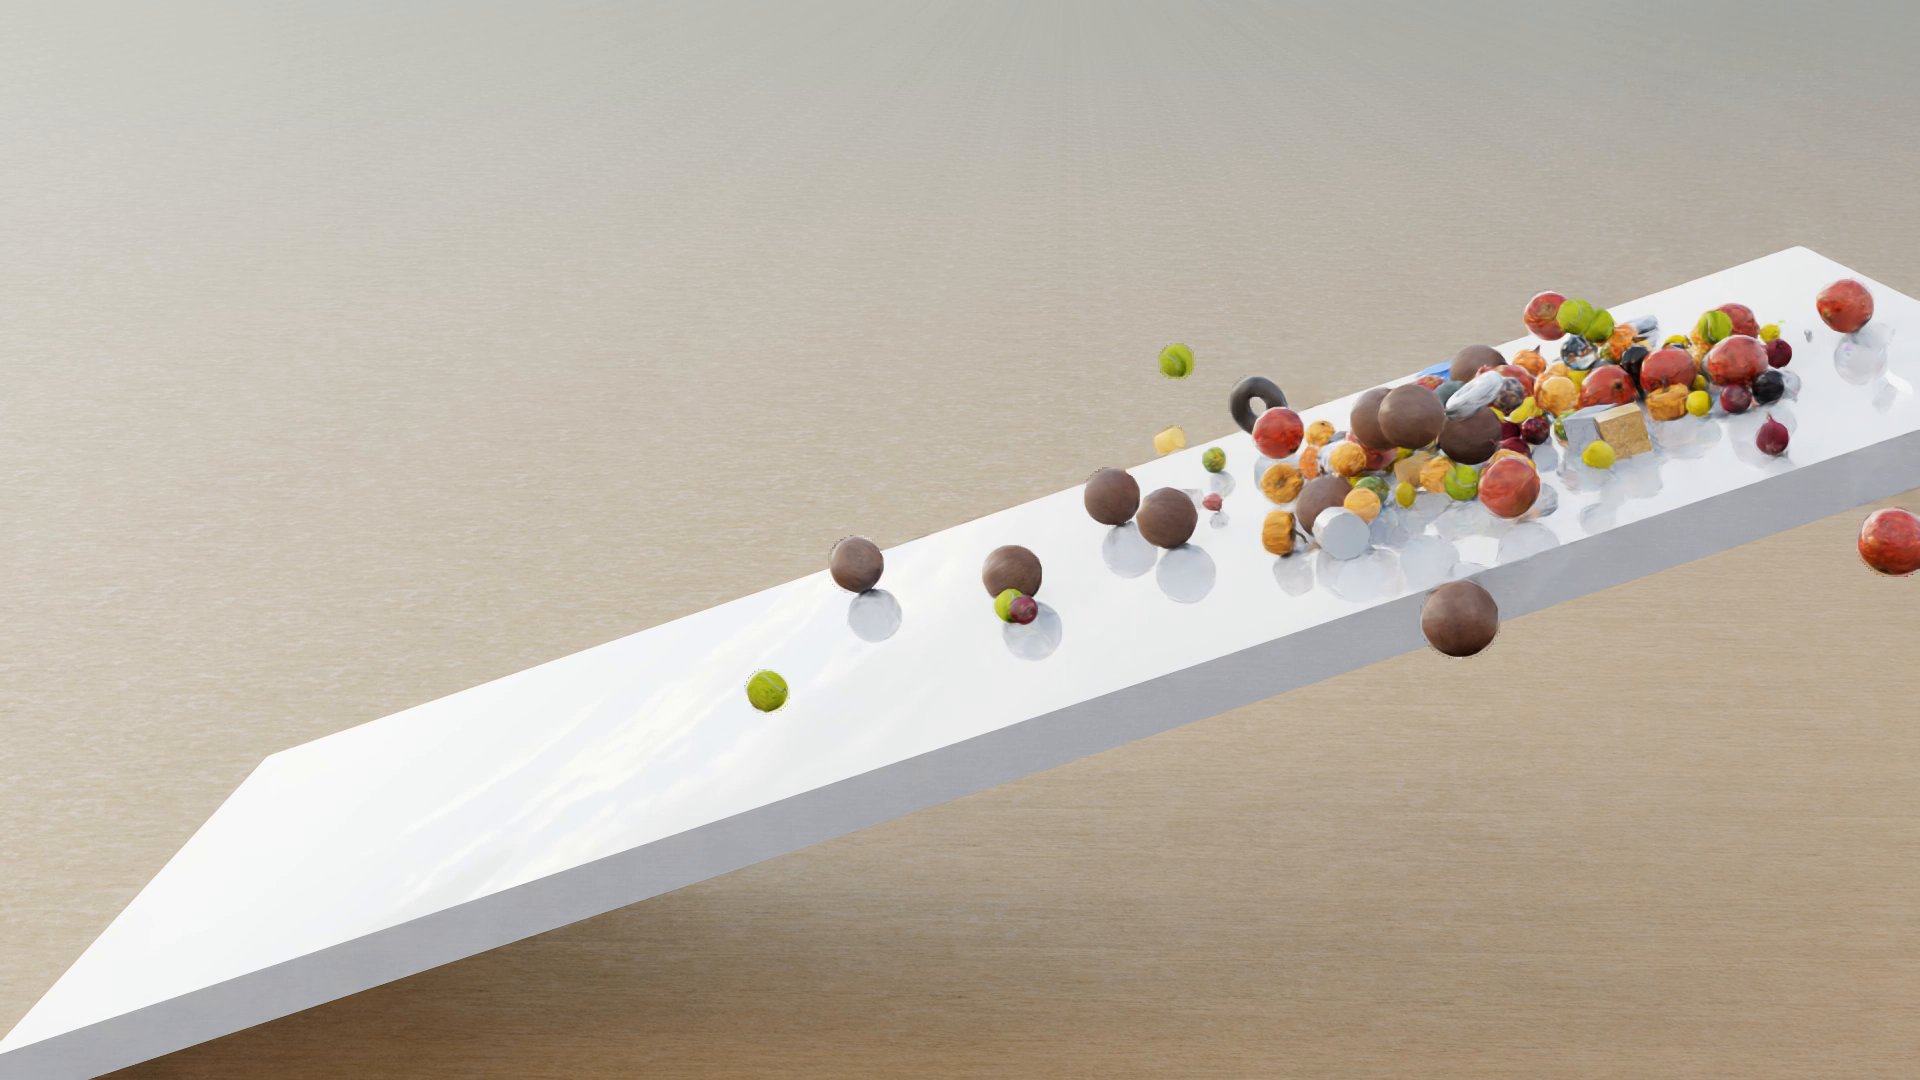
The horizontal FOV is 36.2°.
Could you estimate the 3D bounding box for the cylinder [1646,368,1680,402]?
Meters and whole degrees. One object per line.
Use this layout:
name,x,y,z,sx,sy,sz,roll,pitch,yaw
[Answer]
cylinder,1.436,-0.317,6.016,0.054,0.054,0.054,-20,10,4

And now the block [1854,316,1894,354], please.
block,1.757,-0.394,5.654,0.056,0.056,0.056,28,12,15

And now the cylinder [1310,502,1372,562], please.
cylinder,0.733,-0.014,5.659,0.090,0.090,0.090,-3,25,-13

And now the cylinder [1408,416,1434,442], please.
cylinder,0.999,-0.228,6.272,0.059,0.059,0.059,-8,32,-33

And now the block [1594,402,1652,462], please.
block,1.281,-0.209,5.683,0.082,0.082,0.082,-18,11,10

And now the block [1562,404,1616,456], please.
block,1.248,-0.216,5.790,0.077,0.077,0.077,-27,13,-35

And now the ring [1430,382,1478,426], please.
ring,1.065,-0.286,6.342,0.115,0.115,0.038,-5,-16,-23

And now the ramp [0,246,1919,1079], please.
ramp,0.109,0.179,6.303,4.000,0.100,2.000,-18,11,6

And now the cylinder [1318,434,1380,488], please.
cylinder,0.821,-0.166,6.215,0.094,0.094,0.094,-18,-3,44

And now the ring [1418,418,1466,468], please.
ring,0.997,-0.201,6.087,0.111,0.111,0.037,-7,27,-29

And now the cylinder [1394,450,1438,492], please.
cylinder,0.926,-0.140,5.967,0.064,0.064,0.064,-24,18,-13

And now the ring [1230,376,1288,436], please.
ring,0.705,-0.316,6.945,0.148,0.148,0.049,8,23,32

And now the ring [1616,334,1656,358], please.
ring,1.497,-0.428,6.513,0.094,0.031,0.094,-21,10,4

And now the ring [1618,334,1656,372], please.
ring,1.452,-0.401,6.310,0.092,0.092,0.031,13,50,46

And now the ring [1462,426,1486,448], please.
ring,1.045,-0.215,6.190,0.123,0.041,0.123,-6,7,1

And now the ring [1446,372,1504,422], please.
ring,1.012,-0.282,5.786,0.131,0.044,0.131,-38,5,4

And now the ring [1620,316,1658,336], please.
ring,1.554,-0.490,6.727,0.086,0.029,0.086,-18,10,3

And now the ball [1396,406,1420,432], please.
ball,0.996,-0.268,6.538,0.056,0.056,0.056,0,12,0

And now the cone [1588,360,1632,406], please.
cone,1.346,-0.310,6.150,0.097,0.097,0.097,8,56,31

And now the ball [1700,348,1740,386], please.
ball,1.530,-0.349,5.922,0.076,0.076,0.076,0,12,0

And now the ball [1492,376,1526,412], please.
ball,1.118,-0.297,5.999,0.071,0.071,0.071,0,12,0

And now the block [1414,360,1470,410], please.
block,1.102,-0.353,6.692,0.084,0.084,0.084,-9,15,44

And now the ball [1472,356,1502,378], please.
ball,1.204,-0.387,6.722,0.070,0.070,0.070,0,12,0

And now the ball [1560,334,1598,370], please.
ball,1.305,-0.396,6.201,0.077,0.077,0.077,0,12,0

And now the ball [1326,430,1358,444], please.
ball,0.838,-0.199,6.406,0.081,0.081,0.081,0,12,0
